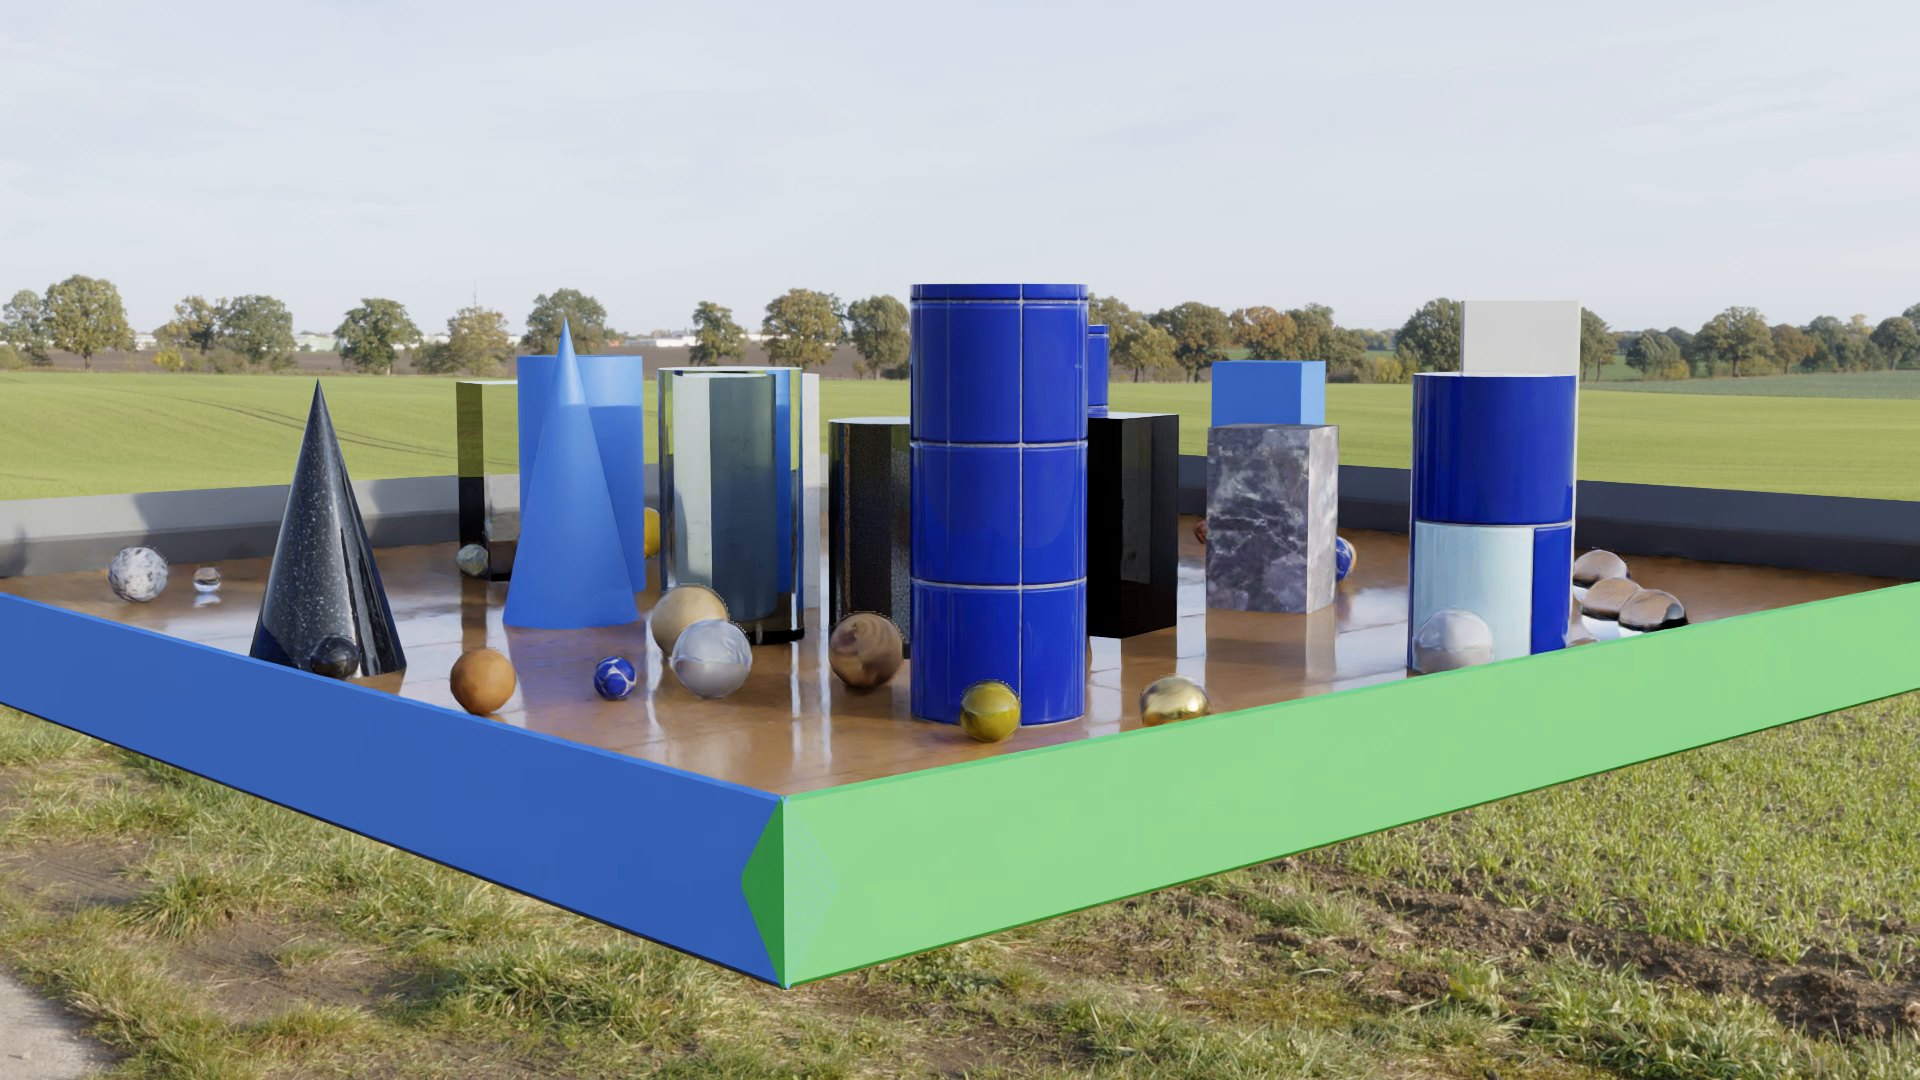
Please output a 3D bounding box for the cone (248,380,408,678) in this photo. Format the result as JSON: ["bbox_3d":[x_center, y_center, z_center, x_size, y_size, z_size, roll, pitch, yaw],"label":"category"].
[{"bbox_3d":[-0.791,-0.021,2.728,0.195,0.362,0.195,0,6,0],"label":"cone"}]

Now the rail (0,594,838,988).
[{"bbox_3d":[-0.995,0.129,2.419,0.045,0.127,2.646,-5,8,-42],"label":"rail"}]

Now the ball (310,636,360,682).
[{"bbox_3d":[-0.746,0.143,2.625,0.057,0.057,0.057,0,6,0],"label":"ball"}]

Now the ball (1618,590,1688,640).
[{"bbox_3d":[0.893,0.106,2.837,0.086,0.086,0.086,0,6,0],"label":"ball"}]

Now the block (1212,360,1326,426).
[{"bbox_3d":[0.532,-0.130,3.799,0.156,0.356,0.156,3,7,24],"label":"block"}]

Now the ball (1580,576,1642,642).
[{"bbox_3d":[0.875,0.094,2.934,0.090,0.090,0.090,0,6,0],"label":"ball"}]

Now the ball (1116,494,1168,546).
[{"bbox_3d":[0.344,-0.037,4.156,0.096,0.096,0.096,0,6,0],"label":"ball"}]

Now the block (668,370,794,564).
[{"bbox_3d":[-0.400,-0.127,3.856,0.156,0.337,0.156,-5,8,-41],"label":"block"}]

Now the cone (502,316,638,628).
[{"bbox_3d":[-0.562,-0.103,3.152,0.195,0.436,0.195,0,6,0],"label":"cone"}]

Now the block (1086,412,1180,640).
[{"bbox_3d":[0.198,-0.026,3.075,0.156,0.299,0.156,4,7,34],"label":"block"}]

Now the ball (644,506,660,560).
[{"bbox_3d":[-0.559,-0.013,3.863,0.094,0.094,0.094,0,6,0],"label":"ball"}]

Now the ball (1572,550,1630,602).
[{"bbox_3d":[0.951,0.058,3.271,0.087,0.087,0.087,0,6,0],"label":"ball"}]

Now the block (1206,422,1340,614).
[{"bbox_3d":[0.471,-0.036,3.313,0.156,0.270,0.156,3,7,25],"label":"block"}]

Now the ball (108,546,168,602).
[{"bbox_3d":[-1.254,0.052,3.356,0.085,0.085,0.085,0,6,0],"label":"ball"}]

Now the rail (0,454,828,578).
[{"bbox_3d":[-0.881,-0.066,4.282,2.754,0.127,0.045,-5,8,-42],"label":"rail"}]

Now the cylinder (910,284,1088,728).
[{"bbox_3d":[0.042,-0.044,2.420,0.195,0.471,0.195,0,6,0],"label":"cylinder"}]

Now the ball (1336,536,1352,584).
[{"bbox_3d":[0.593,0.032,3.561,0.084,0.084,0.084,0,6,0],"label":"ball"}]

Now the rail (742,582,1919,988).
[{"bbox_3d":[0.881,0.132,2.382,2.754,0.127,0.045,-5,8,-42],"label":"rail"}]

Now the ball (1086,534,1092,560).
[{"bbox_3d":[0.183,0.009,3.770,0.085,0.085,0.085,0,6,0],"label":"ball"}]

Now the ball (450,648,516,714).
[{"bbox_3d":[-0.528,0.156,2.433,0.072,0.072,0.072,0,6,0],"label":"ball"}]

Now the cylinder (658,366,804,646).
[{"bbox_3d":[-0.310,-0.050,2.990,0.195,0.365,0.195,0,6,0],"label":"cylinder"}]

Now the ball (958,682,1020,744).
[{"bbox_3d":[0.030,0.178,2.265,0.064,0.064,0.064,0,6,0],"label":"ball"}]

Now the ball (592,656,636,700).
[{"bbox_3d":[-0.395,0.158,2.518,0.049,0.049,0.049,0,6,0],"label":"ball"}]

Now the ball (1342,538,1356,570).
[{"bbox_3d":[0.627,0.029,3.667,0.067,0.067,0.067,0,6,0],"label":"ball"}]

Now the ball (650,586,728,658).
[{"bbox_3d":[-0.342,0.106,2.782,0.098,0.098,0.098,0,6,0],"label":"ball"}]

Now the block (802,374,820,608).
[{"bbox_3d":[-0.320,-0.074,3.294,0.156,0.349,0.156,-6,8,-43],"label":"block"}]

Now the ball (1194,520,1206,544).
[{"bbox_3d":[0.471,-0.015,4.194,0.045,0.045,0.045,0,6,0],"label":"ball"}]

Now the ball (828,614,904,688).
[{"bbox_3d":[-0.111,0.131,2.590,0.089,0.089,0.089,0,6,0],"label":"ball"}]

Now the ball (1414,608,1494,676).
[{"bbox_3d":[0.586,0.127,2.605,0.093,0.093,0.093,0,6,0],"label":"ball"}]

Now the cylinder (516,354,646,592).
[{"bbox_3d":[-0.601,-0.106,3.494,0.195,0.372,0.195,0,6,0],"label":"cylinder"}]

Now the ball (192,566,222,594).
[{"bbox_3d":[-1.186,0.063,3.464,0.042,0.042,0.042,0,6,0],"label":"ball"}]

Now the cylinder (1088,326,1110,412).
[{"bbox_3d":[0.181,-0.196,4.140,0.195,0.415,0.195,0,6,0],"label":"cylinder"}]

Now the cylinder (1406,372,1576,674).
[{"bbox_3d":[0.656,-0.022,2.720,0.195,0.365,0.195,0,6,0],"label":"cylinder"}]

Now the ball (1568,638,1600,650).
[{"bbox_3d":[0.762,0.143,2.678,0.047,0.047,0.047,0,6,0],"label":"ball"}]

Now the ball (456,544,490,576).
[{"bbox_3d":[-0.798,0.032,3.604,0.052,0.052,0.052,0,6,0],"label":"ball"}]

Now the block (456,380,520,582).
[{"bbox_3d":[-0.743,-0.103,3.699,0.156,0.324,0.156,-4,7,-31],"label":"block"}]

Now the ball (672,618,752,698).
[{"bbox_3d":[-0.285,0.136,2.528,0.091,0.091,0.091,0,6,0],"label":"ball"}]

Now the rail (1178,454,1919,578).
[{"bbox_3d":[0.995,-0.063,4.245,0.045,0.127,2.646,-5,8,-42],"label":"rail"}]

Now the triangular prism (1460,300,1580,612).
[{"bbox_3d":[0.831,-0.131,3.318,0.169,0.458,0.146,1,6,7],"label":"triangular prism"}]

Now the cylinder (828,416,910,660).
[{"bbox_3d":[-0.076,-0.007,2.893,0.195,0.301,0.195,0,6,0],"label":"cylinder"}]

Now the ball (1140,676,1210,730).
[{"bbox_3d":[0.220,0.175,2.252,0.071,0.071,0.071,0,6,0],"label":"ball"}]
